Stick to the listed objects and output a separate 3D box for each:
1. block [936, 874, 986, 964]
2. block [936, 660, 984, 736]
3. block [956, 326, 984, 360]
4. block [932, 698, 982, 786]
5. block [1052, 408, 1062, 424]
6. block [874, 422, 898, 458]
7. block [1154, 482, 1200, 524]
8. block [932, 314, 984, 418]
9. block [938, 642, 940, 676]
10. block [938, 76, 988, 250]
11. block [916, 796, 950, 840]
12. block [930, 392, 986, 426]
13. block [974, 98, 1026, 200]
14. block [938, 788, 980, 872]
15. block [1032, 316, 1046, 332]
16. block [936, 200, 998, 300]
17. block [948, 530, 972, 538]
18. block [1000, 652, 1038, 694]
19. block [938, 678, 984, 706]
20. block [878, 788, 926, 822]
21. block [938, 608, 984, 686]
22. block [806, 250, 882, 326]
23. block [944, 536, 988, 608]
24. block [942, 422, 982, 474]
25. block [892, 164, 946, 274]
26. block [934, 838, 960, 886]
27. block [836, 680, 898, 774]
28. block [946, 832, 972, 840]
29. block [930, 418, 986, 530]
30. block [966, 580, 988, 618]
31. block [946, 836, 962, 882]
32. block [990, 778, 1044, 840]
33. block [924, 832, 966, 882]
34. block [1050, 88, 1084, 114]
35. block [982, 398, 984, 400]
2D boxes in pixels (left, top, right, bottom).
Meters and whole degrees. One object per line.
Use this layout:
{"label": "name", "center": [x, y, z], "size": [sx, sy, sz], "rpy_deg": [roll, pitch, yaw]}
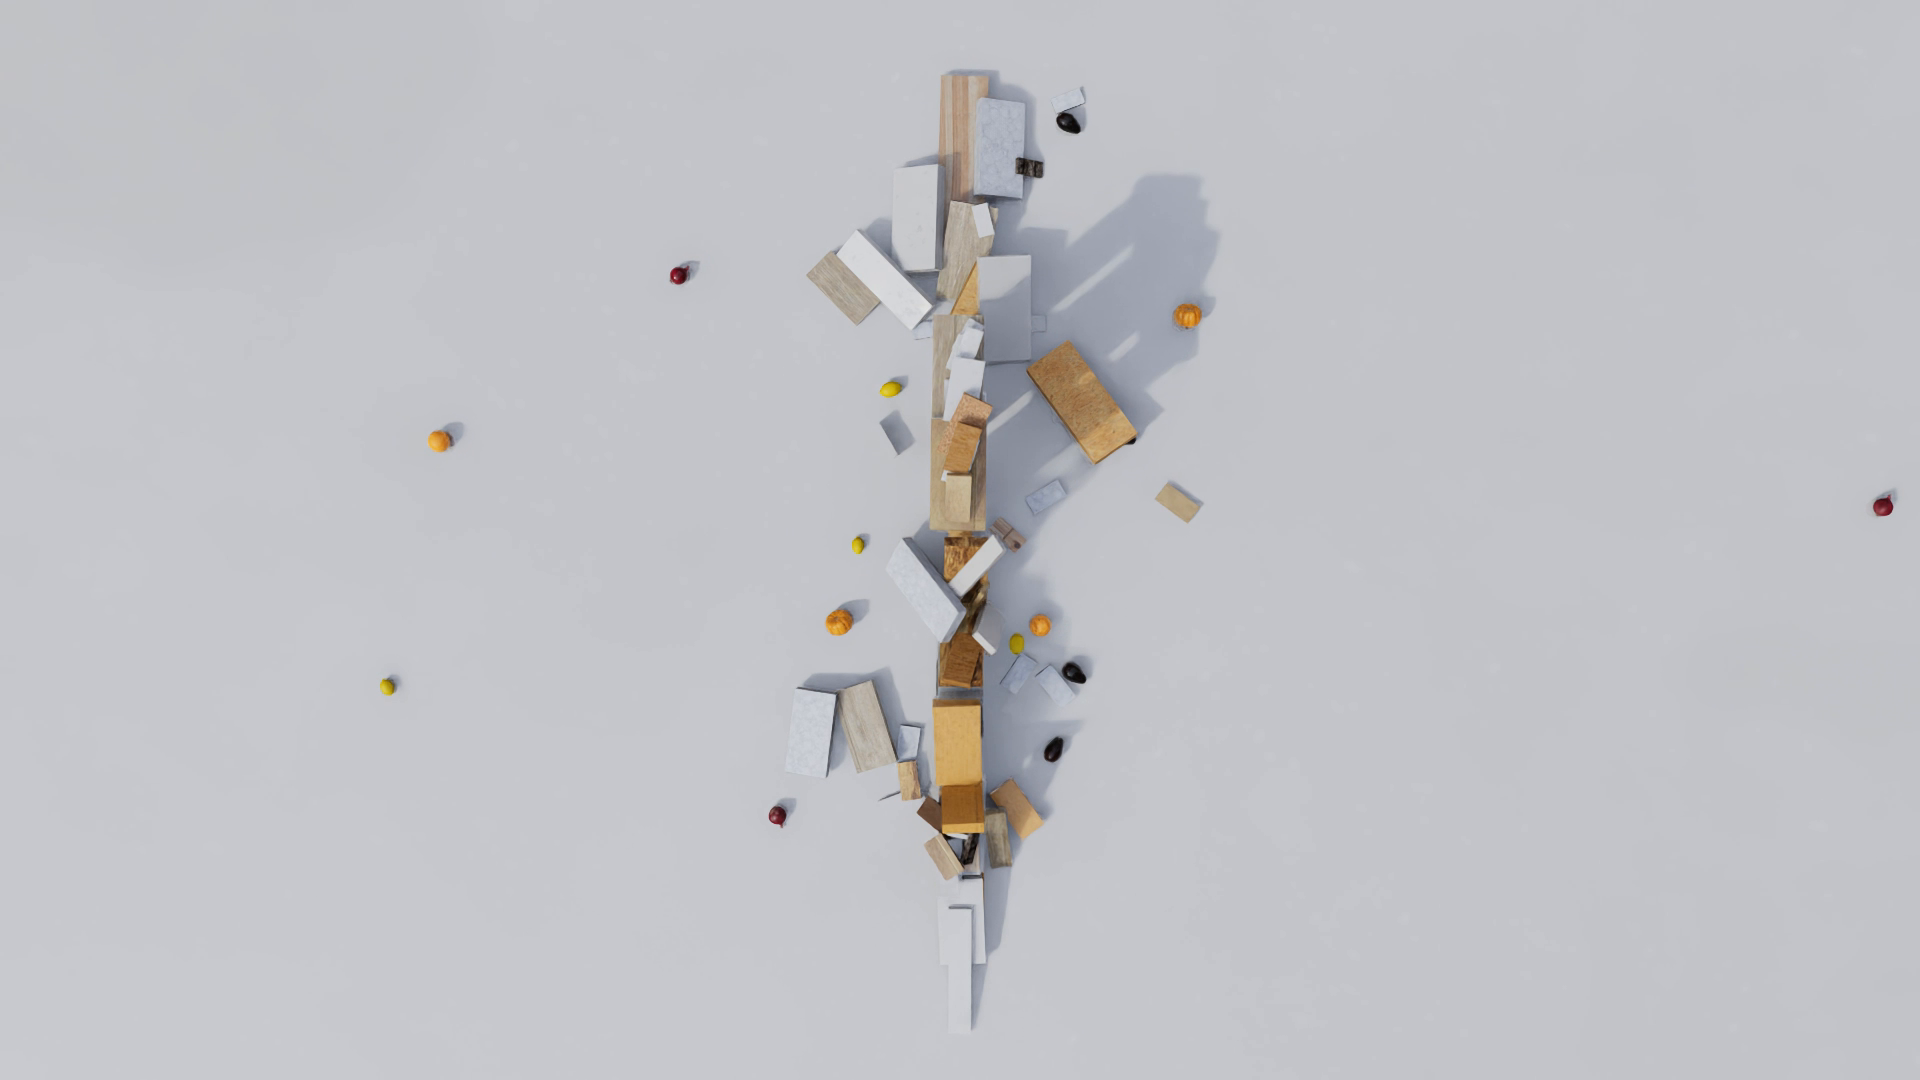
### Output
{"label": "block", "center": [0.004, 1.250, 5.436], "size": [0.150, 0.043, 0.301], "rpy_deg": [-2, 103, 0]}
{"label": "block", "center": [-0.001, 0.515, 5.375], "size": [0.149, 0.298, 0.042], "rpy_deg": [0, 132, 0]}
{"label": "block", "center": [0.027, -0.555, 4.730], "size": [0.053, 0.015, 0.105], "rpy_deg": [19, 99, -1]}
{"label": "block", "center": [-0.007, 0.645, 5.250], "size": [0.149, 0.042, 0.298], "rpy_deg": [-2, 117, 1]}
{"label": "block", "center": [0.397, -0.445, 5.487], "size": [0.184, 0.026, 0.092], "rpy_deg": [-6, 90, 0]}
{"label": "block", "center": [-0.245, -0.332, 5.469], "size": [0.018, 0.063, 0.125], "rpy_deg": [-30, 90, 0]}
{"label": "block", "center": [0.723, -0.123, 5.490], "size": [0.136, 0.019, 0.068], "rpy_deg": [37, 90, 0]}
{"label": "block", "center": [-0.006, -0.504, 4.792], "size": [0.148, 0.042, 0.296], "rpy_deg": [1, 90, 0]}
{"label": "block", "center": [-0.003, 0.342, 5.388], "size": [0.140, 0.040, 0.280], "rpy_deg": [-1, 53, -1]}
{"label": "block", "center": [0.008, -1.250, 5.478], "size": [0.158, 0.045, 0.572], "rpy_deg": [2, 90, 0]}
{"label": "block", "center": [-0.068, 0.893, 5.313], "size": [0.139, 0.020, 0.069], "rpy_deg": [36, 92, 26]}
{"label": "block", "center": [-0.005, -0.289, 5.134], "size": [0.171, 0.048, 0.342], "rpy_deg": [0, 90, 0]}
{"label": "block", "center": [0.130, -1.290, 5.449], "size": [0.158, 0.045, 0.315], "rpy_deg": [2, 90, -23]}
{"label": "block", "center": [-0.004, 0.942, 5.359], "size": [0.131, 0.037, 0.262], "rpy_deg": [0, 89, 0]}
{"label": "block", "center": [0.233, -0.720, 5.493], "size": [0.103, 0.015, 0.051], "rpy_deg": [-1, 90, 0]}
{"label": "block", "center": [0.023, -0.949, 5.436], "size": [0.158, 0.045, 0.315], "rpy_deg": [9, 105, -2]}
{"label": "block", "center": [0.000, -0.063, 5.339], "size": [0.075, 0.021, 0.149], "rpy_deg": [0, 90, 0]}
{"label": "block", "center": [0.195, 0.444, 5.491], "size": [0.063, 0.018, 0.127], "rpy_deg": [35, 90, 0]}
{"label": "block", "center": [0.001, 0.402, 5.394], "size": [0.149, 0.042, 0.298], "rpy_deg": [0, 53, 0]}
{"label": "block", "center": [-0.190, 0.878, 5.489], "size": [0.149, 0.021, 0.075], "rpy_deg": [-21, 90, 0]}
{"label": "block", "center": [0.006, 0.345, 5.336], "size": [0.140, 0.040, 0.280], "rpy_deg": [1, 53, 1]}
{"label": "block", "center": [-0.387, -0.836, 5.483], "size": [0.235, 0.033, 0.117], "rpy_deg": [45, 90, 0]}
{"label": "block", "center": [0.018, 0.115, 5.334], "size": [0.140, 0.316, 0.040], "rpy_deg": [0, 46, -1]}
{"label": "block", "center": [0.007, -0.258, 4.676], "size": [0.071, 0.020, 0.142], "rpy_deg": [17, 103, -2]}
{"label": "block", "center": [-0.138, -1.056, 5.436], "size": [0.170, 0.048, 0.340], "rpy_deg": [2, 90, 31]}
{"label": "block", "center": [-0.047, 1.034, 5.286], "size": [0.072, 0.020, 0.144], "rpy_deg": [-7, 89, 0]}
{"label": "block", "center": [-0.314, 0.619, 5.470], "size": [0.140, 0.040, 0.280], "rpy_deg": [-18, 90, 9]}
{"label": "block", "center": [0.016, 0.896, 5.250], "size": [0.069, 0.139, 0.020], "rpy_deg": [10, 122, 19]}
{"label": "block", "center": [-0.005, -0.188, 4.764], "size": [0.160, 0.045, 0.320], "rpy_deg": [1, 89, 0]}
{"label": "block", "center": [0.057, 0.192, 5.341], "size": [0.017, 0.060, 0.120], "rpy_deg": [26, 132, -1]}
{"label": "block", "center": [-0.030, 1.027, 5.307], "size": [0.074, 0.021, 0.148], "rpy_deg": [0, 89, 0]}
{"label": "block", "center": [0.189, 0.891, 5.469], "size": [0.091, 0.026, 0.183], "rpy_deg": [-36, 90, 0]}
{"label": "block", "center": [-0.051, 1.011, 5.264], "size": [0.069, 0.020, 0.139], "rpy_deg": [-33, 87, 4]}
{"label": "block", "center": [0.359, -1.461, 5.493], "size": [0.103, 0.015, 0.052], "rpy_deg": [-21, 90, 0]}
{"label": "block", "center": [-0.001, -0.401, 4.961], "size": [0.148, 0.296, 0.042], "rpy_deg": [-1, 90, 0]}
